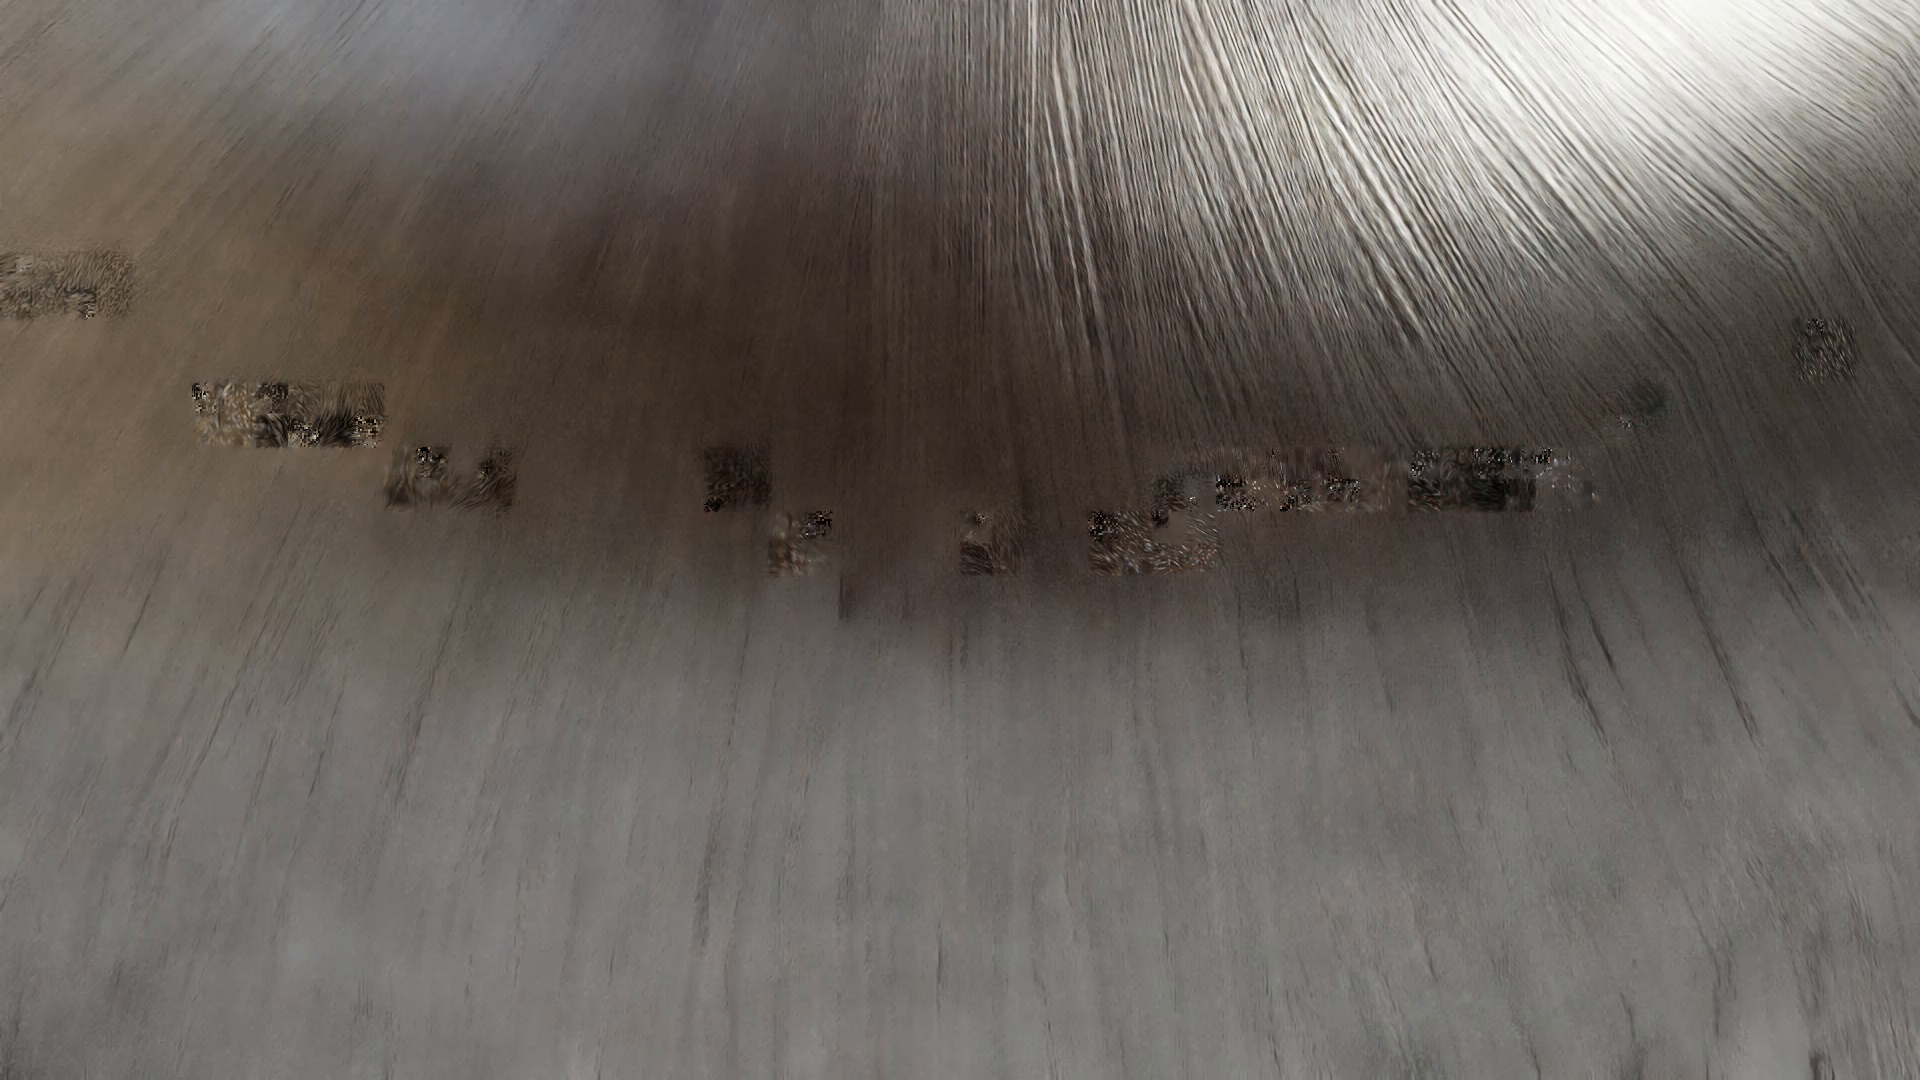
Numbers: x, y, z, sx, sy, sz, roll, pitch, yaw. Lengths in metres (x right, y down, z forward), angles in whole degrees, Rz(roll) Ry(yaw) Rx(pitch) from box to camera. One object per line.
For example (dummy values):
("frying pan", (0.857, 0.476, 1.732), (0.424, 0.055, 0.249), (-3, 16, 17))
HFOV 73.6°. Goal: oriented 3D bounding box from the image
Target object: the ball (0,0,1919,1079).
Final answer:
("ball", (0.000, -0.002, 0.056), (0.080, 0.080, 0.080), (0, 4, 0))
